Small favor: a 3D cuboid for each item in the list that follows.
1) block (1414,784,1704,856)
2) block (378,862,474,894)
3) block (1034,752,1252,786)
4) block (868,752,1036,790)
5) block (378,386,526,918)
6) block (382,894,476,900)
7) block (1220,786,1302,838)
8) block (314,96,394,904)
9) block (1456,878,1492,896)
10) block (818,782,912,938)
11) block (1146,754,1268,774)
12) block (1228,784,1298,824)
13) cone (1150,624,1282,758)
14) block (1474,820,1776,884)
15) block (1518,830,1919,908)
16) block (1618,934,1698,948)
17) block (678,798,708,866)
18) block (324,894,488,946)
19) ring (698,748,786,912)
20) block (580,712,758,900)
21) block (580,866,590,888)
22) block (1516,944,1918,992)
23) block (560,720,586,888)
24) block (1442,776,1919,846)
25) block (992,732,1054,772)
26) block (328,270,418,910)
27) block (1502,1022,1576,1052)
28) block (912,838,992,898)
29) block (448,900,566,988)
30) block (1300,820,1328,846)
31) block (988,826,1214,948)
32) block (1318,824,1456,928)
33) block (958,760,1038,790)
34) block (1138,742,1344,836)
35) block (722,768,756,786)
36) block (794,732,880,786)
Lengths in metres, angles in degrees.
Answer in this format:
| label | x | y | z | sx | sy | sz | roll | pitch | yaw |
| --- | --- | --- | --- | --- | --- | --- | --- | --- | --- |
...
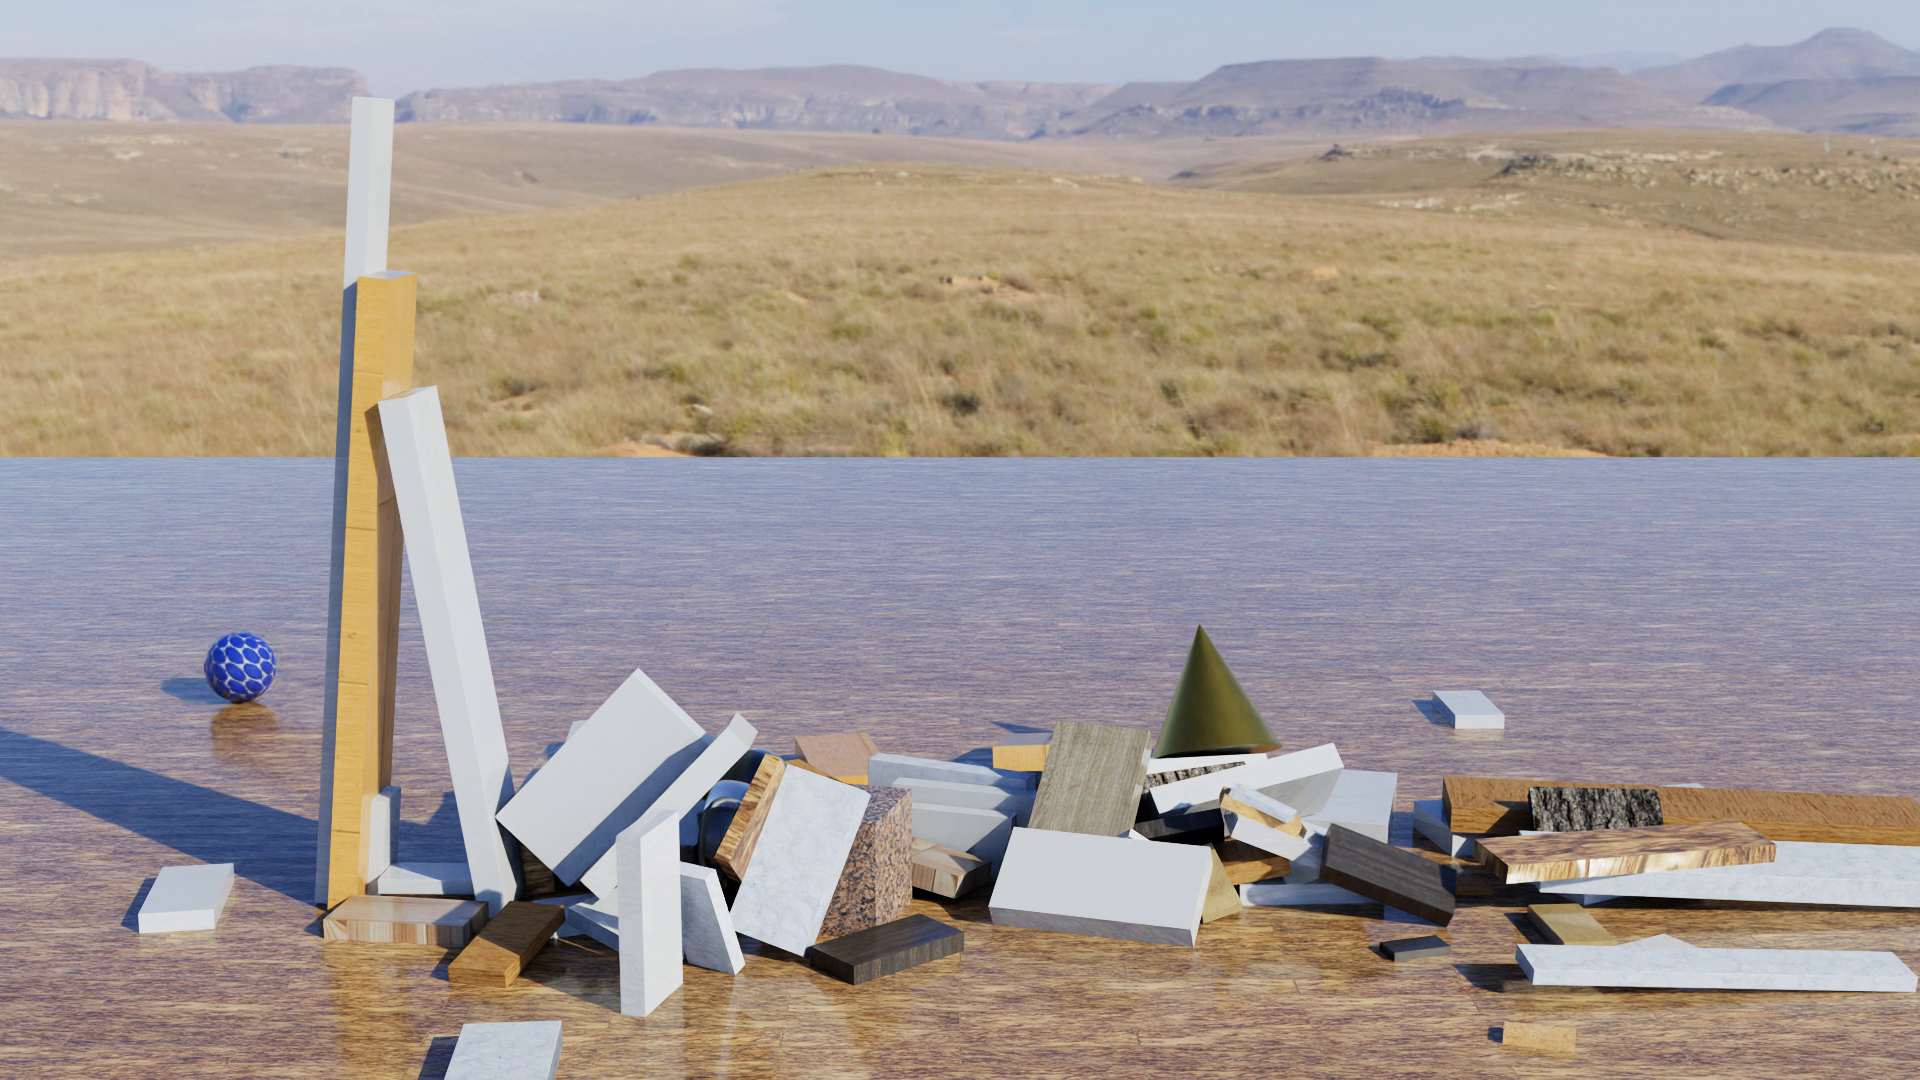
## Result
| label | x | y | z | sx | sy | sz | roll | pitch | yaw |
| --- | --- | --- | --- | --- | --- | --- | --- | --- | --- |
| block | 1.123 | 0.506 | 3.991 | 0.565 | 0.049 | 0.171 | -2 | 11 | -11 |
| block | -0.865 | 0.559 | 3.635 | 0.171 | 0.024 | 0.086 | 0 | 11 | 1 |
| block | 0.370 | 0.444 | 4.199 | 0.474 | 0.030 | 0.104 | -1 | 9 | -22 |
| block | -0.016 | 0.473 | 3.883 | 0.305 | 0.153 | 0.043 | 5 | 12 | 24 |
| block | -0.812 | 0.181 | 3.555 | 0.047 | 0.849 | 0.167 | -8 | 10 | 4 |
| block | -0.864 | 0.578 | 3.665 | 0.171 | 0.024 | 0.086 | 1 | 11 | 8 |
| block | 0.495 | 0.448 | 3.629 | 0.136 | 0.019 | 0.068 | 22 | 10 | 2 |
| block | -0.979 | -0.051 | 3.551 | 0.032 | 1.306 | 0.114 | 6 | 11 | 1 |
| block | 0.839 | 0.580 | 3.685 | 0.097 | 0.014 | 0.049 | 0 | 11 | 2 |
| block | -0.198 | 0.514 | 3.552 | 0.192 | 0.192 | 0.192 | 3 | 11 | 16 |
| block | 0.384 | 0.447 | 3.975 | 0.329 | 0.047 | 0.164 | 1 | -28 | -31 |
| block | 0.498 | 0.433 | 3.616 | 0.106 | 0.015 | 0.053 | 25 | 10 | 18 |
| cone | 0.488 | 0.292 | 4.333 | 0.261 | 0.261 | 0.261 | -6 | -12 | -1 |
| block | 1.084 | 0.506 | 3.581 | 0.491 | 0.031 | 0.108 | -2 | 16 | -16 |
| block | 1.425 | 0.548 | 3.625 | 0.978 | 0.043 | 0.153 | 2 | 15 | -1 |
| block | 1.043 | 0.638 | 3.345 | 0.167 | 0.024 | 0.084 | -6 | 12 | -29 |
| block | -0.472 | 0.486 | 3.826 | 0.153 | 0.043 | 0.408 | 8 | 9 | 11 |
| block | -0.880 | 0.605 | 3.501 | 0.229 | 0.032 | 0.114 | 1 | 11 | 8 |
| ring | -0.345 | 0.476 | 3.565 | 0.093 | 0.280 | 0.280 | 8 | 12 | 14 |
| block | -0.462 | 0.422 | 3.511 | 0.047 | 0.334 | 0.167 | 44 | 2 | -3 |
| block | -0.615 | 0.456 | 3.802 | 0.042 | 0.147 | 0.363 | -7 | 15 | 2 |
| block | 1.122 | 0.636 | 3.266 | 0.578 | 0.024 | 0.084 | 2 | 16 | -4 |
| block | -0.660 | 0.453 | 3.824 | 0.047 | 0.165 | 0.330 | -7 | 18 | 2 |
| block | 1.271 | 0.482 | 3.866 | 0.816 | 0.047 | 0.164 | 2 | 13 | 7 |
| block | 0.160 | 0.404 | 4.218 | 0.164 | 0.046 | 0.499 | -2 | -3 | 4 |
| block | -0.953 | 0.085 | 3.565 | 0.047 | 1.031 | 0.165 | 6 | 11 | 1 |
| block | 0.810 | 0.694 | 3.073 | 0.097 | 0.014 | 0.049 | 3 | 11 | 16 |
| block | -0.124 | 0.530 | 3.724 | 0.330 | 0.039 | 0.136 | 13 | 8 | 24 |
| block | -0.692 | 0.617 | 3.367 | 0.092 | 0.026 | 0.212 | 3 | 19 | 14 |
| block | 0.612 | 0.494 | 3.637 | 0.106 | 0.015 | 0.053 | 20 | 10 | -10 |
| block | 0.226 | 0.553 | 3.517 | 0.328 | 0.046 | 0.164 | 3 | 44 | 18 |
| block | 0.692 | 0.540 | 3.551 | 0.217 | 0.031 | 0.108 | 21 | 35 | 2 |
| block | 0.062 | 0.482 | 4.132 | 0.153 | 0.043 | 0.307 | -9 | 14 | -41 |
| block | 0.485 | 0.454 | 3.834 | 0.343 | 0.049 | 0.171 | -12 | -31 | -13 |
| block | -0.306 | 0.419 | 3.800 | 0.185 | 0.026 | 0.092 | 13 | -8 | -32 |
| block | -0.227 | 0.437 | 4.269 | 0.147 | 0.042 | 0.293 | -2 | 11 | -12 |
